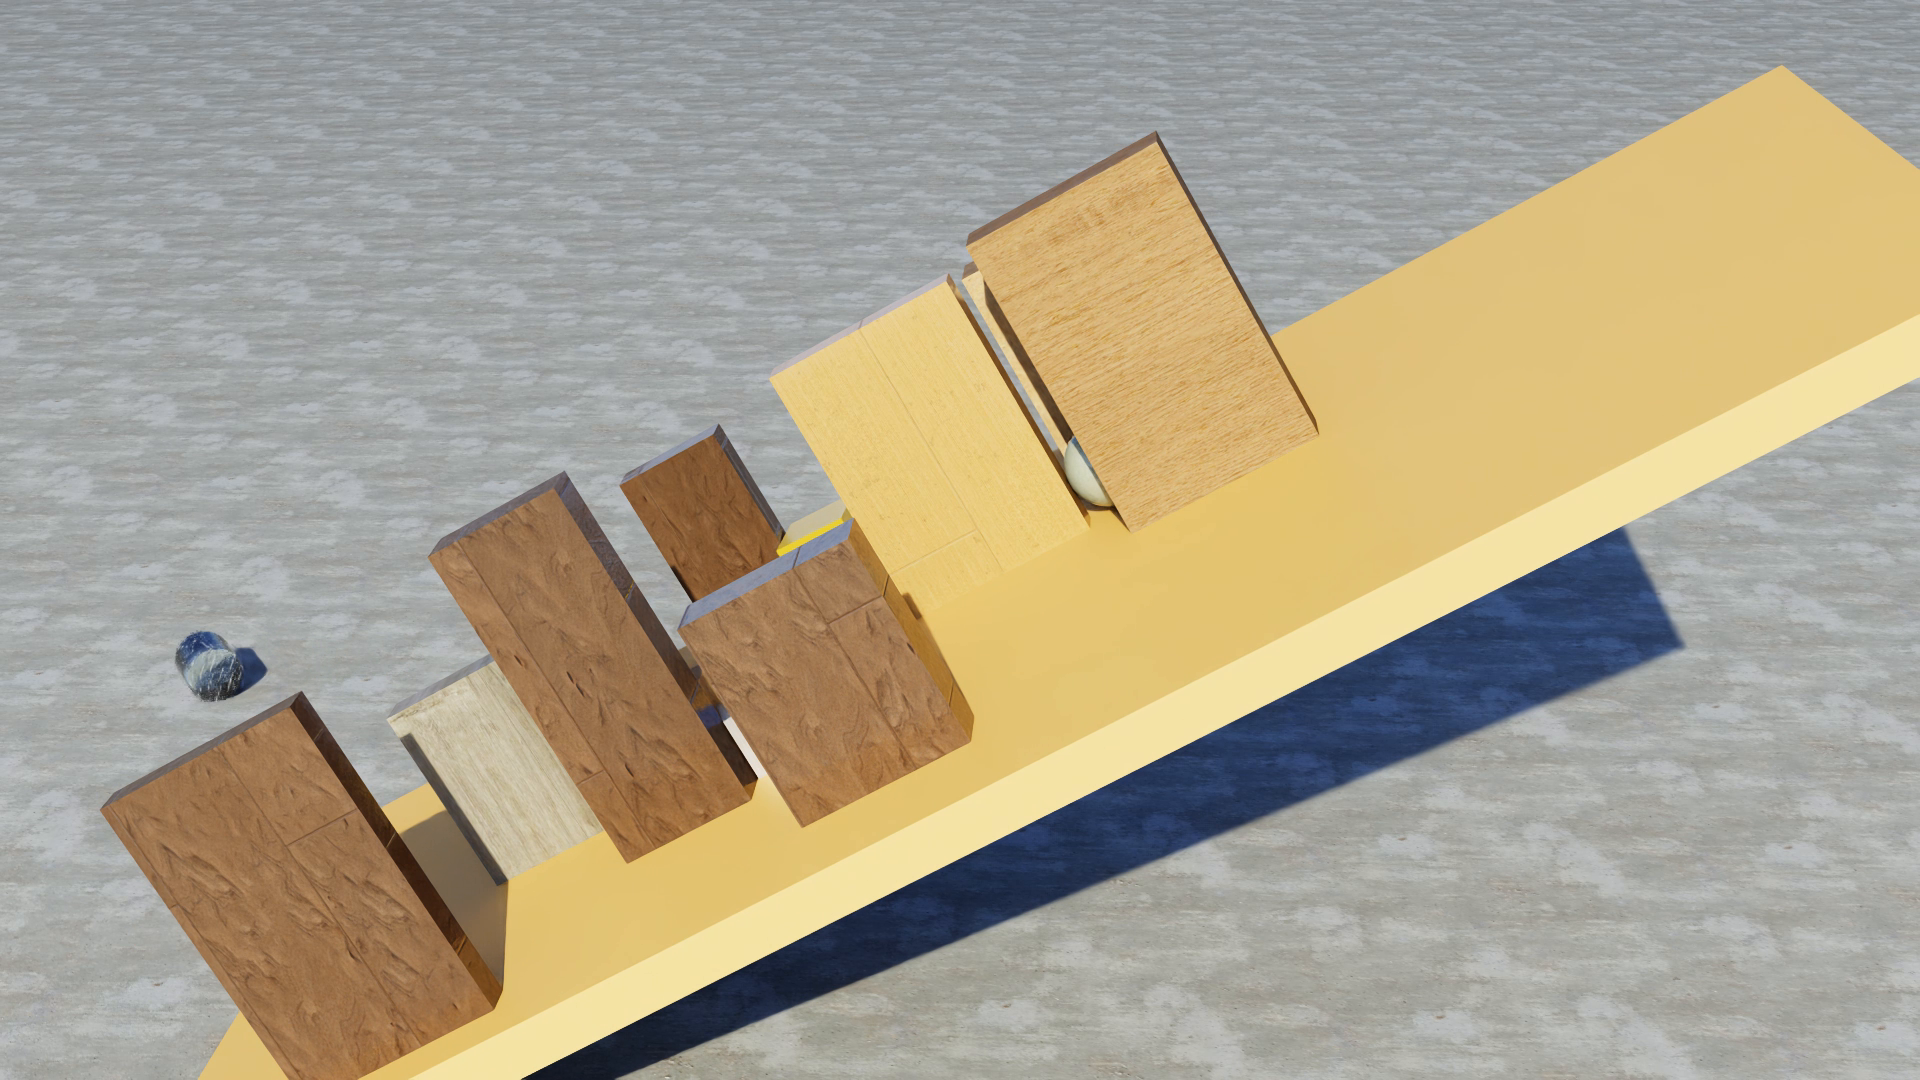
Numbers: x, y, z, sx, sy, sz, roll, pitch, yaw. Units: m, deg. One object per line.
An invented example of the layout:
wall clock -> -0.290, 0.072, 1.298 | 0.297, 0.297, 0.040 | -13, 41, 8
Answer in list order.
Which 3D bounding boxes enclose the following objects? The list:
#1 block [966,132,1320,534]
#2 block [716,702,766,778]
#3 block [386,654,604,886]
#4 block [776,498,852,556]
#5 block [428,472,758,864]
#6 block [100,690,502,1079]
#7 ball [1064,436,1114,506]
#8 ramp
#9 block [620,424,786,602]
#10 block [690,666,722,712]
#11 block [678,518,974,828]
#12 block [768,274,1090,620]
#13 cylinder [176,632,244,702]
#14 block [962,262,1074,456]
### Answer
block -> 0.385, -0.430, 6.167 | 0.447, 0.711, 0.127 | -28, 15, 12
block -> -0.404, 0.384, 6.152 | 0.146, 0.146, 0.146 | -32, 14, -4
block -> -0.925, 0.454, 6.357 | 0.442, 0.445, 0.090 | -28, 15, 12
block -> -0.301, 0.031, 7.067 | 0.181, 0.181, 0.181 | -26, 15, 17
block -> -0.741, 0.264, 5.989 | 0.300, 0.761, 0.119 | -28, 15, 12
block -> -1.265, 0.697, 5.673 | 0.441, 0.715, 0.085 | -28, 15, 12
ball -> 0.325, -0.170, 6.460 | 0.194, 0.194, 0.194 | 0, 18, 0
ramp -> 0.142, 0.168, 6.284 | 4.000, 0.100, 2.000 | -28, 15, 12
block -> -0.574, 0.000, 7.090 | 0.264, 0.492, 0.098 | -28, 15, 12
block -> -0.588, 0.426, 6.252 | 0.210, 0.210, 0.210 | -28, 15, 12
block -> -0.253, 0.256, 5.636 | 0.377, 0.464, 0.133 | -28, 15, 12
block -> -0.062, -0.200, 6.446 | 0.444, 0.635, 0.084 | -28, 15, 12
cylinder -> -2.221, 0.374, 8.701 | 0.164, 0.164, 0.164 | -9, 20, -25
block -> 0.286, -0.428, 6.628 | 0.311, 0.579, 0.143 | -28, 15, 12
